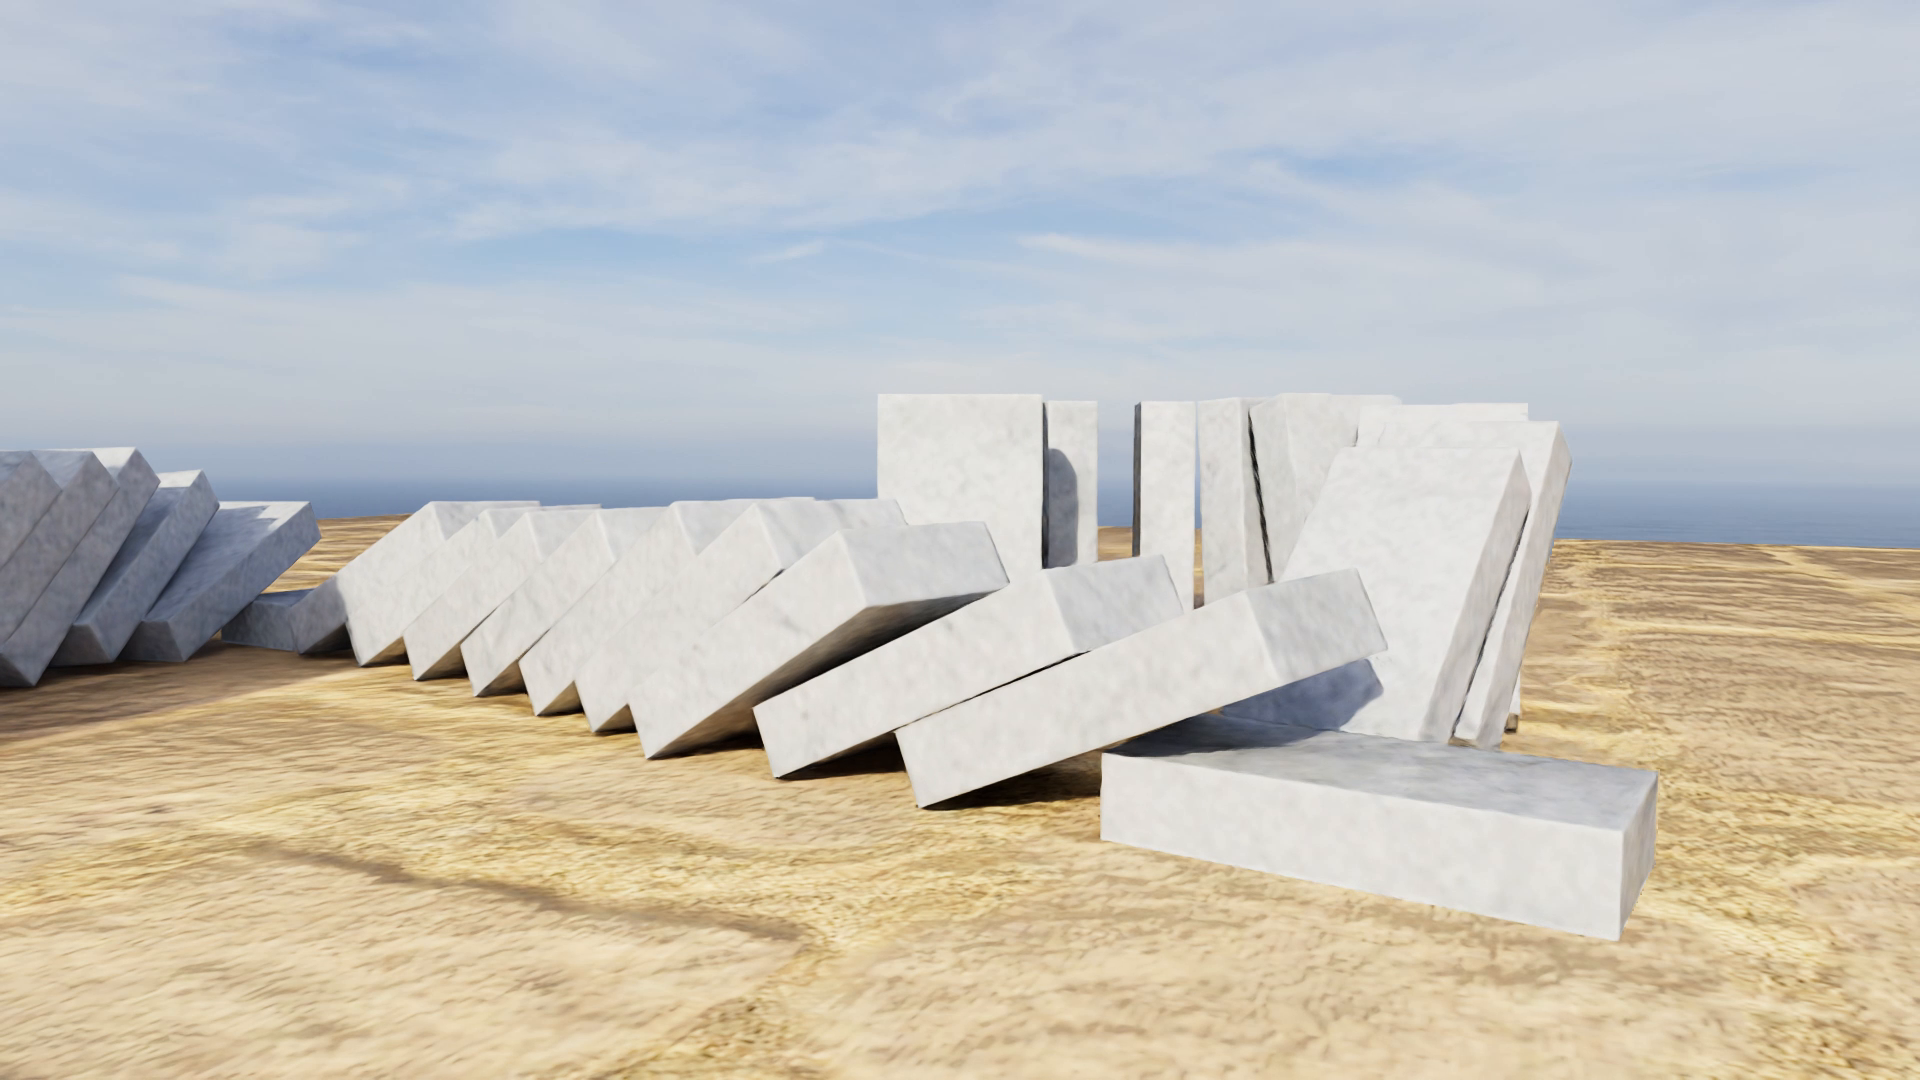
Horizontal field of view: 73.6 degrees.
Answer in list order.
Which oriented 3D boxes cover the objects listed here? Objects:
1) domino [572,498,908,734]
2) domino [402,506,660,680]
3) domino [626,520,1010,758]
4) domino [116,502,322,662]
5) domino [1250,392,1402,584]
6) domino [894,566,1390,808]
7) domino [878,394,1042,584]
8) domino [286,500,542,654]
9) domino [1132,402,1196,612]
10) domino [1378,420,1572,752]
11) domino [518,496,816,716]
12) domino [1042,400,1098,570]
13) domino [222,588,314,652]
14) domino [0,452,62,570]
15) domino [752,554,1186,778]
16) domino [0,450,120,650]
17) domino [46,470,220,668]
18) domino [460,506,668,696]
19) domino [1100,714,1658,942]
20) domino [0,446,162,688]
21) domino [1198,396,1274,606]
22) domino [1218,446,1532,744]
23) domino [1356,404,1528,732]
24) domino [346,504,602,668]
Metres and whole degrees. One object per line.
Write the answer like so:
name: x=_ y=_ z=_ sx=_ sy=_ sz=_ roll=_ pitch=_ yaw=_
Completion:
domino: x=-0.031 y=0.011 z=0.182 sx=0.025 sy=0.009 sz=0.050 roll=-4 pitch=-26 yaw=-48
domino: x=-0.075 y=0.010 z=0.226 sx=0.025 sy=0.009 sz=0.050 roll=-5 pitch=-21 yaw=-48
domino: x=-0.020 y=0.014 z=0.168 sx=0.025 sy=0.009 sz=0.050 roll=-5 pitch=-23 yaw=-47
domino: x=-0.161 y=0.007 z=0.271 sx=0.025 sy=0.009 sz=0.050 roll=0 pitch=29 yaw=7
domino: x=0.066 y=0.001 z=0.217 sx=0.025 sy=0.050 sz=0.009 roll=-1 pitch=-11 yaw=-23
domino: x=0.019 y=0.017 z=0.144 sx=0.050 sy=0.009 sz=0.025 roll=-27 pitch=-14 yaw=39
domino: x=0.000 y=0.002 z=0.201 sx=0.025 sy=0.050 sz=0.010 roll=0 pitch=4 yaw=0
domino: x=-0.107 y=0.007 z=0.254 sx=0.050 sy=0.009 sz=0.025 roll=-29 pitch=-12 yaw=28
domino: x=0.038 y=-0.001 z=0.241 sx=0.009 sy=0.050 sz=0.025 roll=0 pitch=4 yaw=5
domino: x=0.067 y=0.006 z=0.182 sx=0.025 sy=0.050 sz=0.009 roll=4 pitch=-31 yaw=41
domino: x=-0.044 y=0.011 z=0.195 sx=0.025 sy=0.009 sz=0.050 roll=-4 pitch=-26 yaw=-47
domino: x=0.016 y=0.000 z=0.238 sx=0.009 sy=0.050 sz=0.025 roll=-2 pitch=5 yaw=-19
domino: x=-0.136 y=0.016 z=0.291 sx=0.025 sy=0.010 sz=0.050 roll=2 pitch=5 yaw=30
domino: x=-0.173 y=0.006 z=0.208 sx=0.025 sy=0.009 sz=0.050 roll=1 pitch=48 yaw=6
domino: x=0.000 y=0.016 z=0.159 sx=0.050 sy=0.009 sz=0.025 roll=-27 pitch=-14 yaw=37
domino: x=-0.172 y=0.005 z=0.221 sx=0.025 sy=0.010 sz=0.050 roll=1 pitch=48 yaw=6
domino: x=-0.170 y=0.005 z=0.253 sx=0.025 sy=0.009 sz=0.050 roll=-5 pitch=37 yaw=-1
domino: x=-0.059 y=0.010 z=0.211 sx=0.025 sy=0.009 sz=0.050 roll=-5 pitch=-23 yaw=-47
domino: x=0.043 y=0.028 z=0.134 sx=0.050 sy=0.010 sz=0.025 roll=3 pitch=5 yaw=35
domino: x=-0.172 y=0.004 z=0.236 sx=0.025 sy=0.010 sz=0.050 roll=-1 pitch=48 yaw=3
domino: x=0.056 y=0.000 z=0.231 sx=0.025 sy=0.050 sz=0.009 roll=-3 pitch=2 yaw=-37
domino: x=0.055 y=0.009 z=0.169 sx=0.025 sy=0.050 sz=0.010 roll=4 pitch=-39 yaw=41
domino: x=0.074 y=0.003 z=0.199 sx=0.025 sy=0.050 sz=0.010 roll=2 pitch=-23 yaw=22
domino: x=-0.091 y=0.009 z=0.242 sx=0.050 sy=0.009 sz=0.025 roll=-30 pitch=-13 yaw=32
